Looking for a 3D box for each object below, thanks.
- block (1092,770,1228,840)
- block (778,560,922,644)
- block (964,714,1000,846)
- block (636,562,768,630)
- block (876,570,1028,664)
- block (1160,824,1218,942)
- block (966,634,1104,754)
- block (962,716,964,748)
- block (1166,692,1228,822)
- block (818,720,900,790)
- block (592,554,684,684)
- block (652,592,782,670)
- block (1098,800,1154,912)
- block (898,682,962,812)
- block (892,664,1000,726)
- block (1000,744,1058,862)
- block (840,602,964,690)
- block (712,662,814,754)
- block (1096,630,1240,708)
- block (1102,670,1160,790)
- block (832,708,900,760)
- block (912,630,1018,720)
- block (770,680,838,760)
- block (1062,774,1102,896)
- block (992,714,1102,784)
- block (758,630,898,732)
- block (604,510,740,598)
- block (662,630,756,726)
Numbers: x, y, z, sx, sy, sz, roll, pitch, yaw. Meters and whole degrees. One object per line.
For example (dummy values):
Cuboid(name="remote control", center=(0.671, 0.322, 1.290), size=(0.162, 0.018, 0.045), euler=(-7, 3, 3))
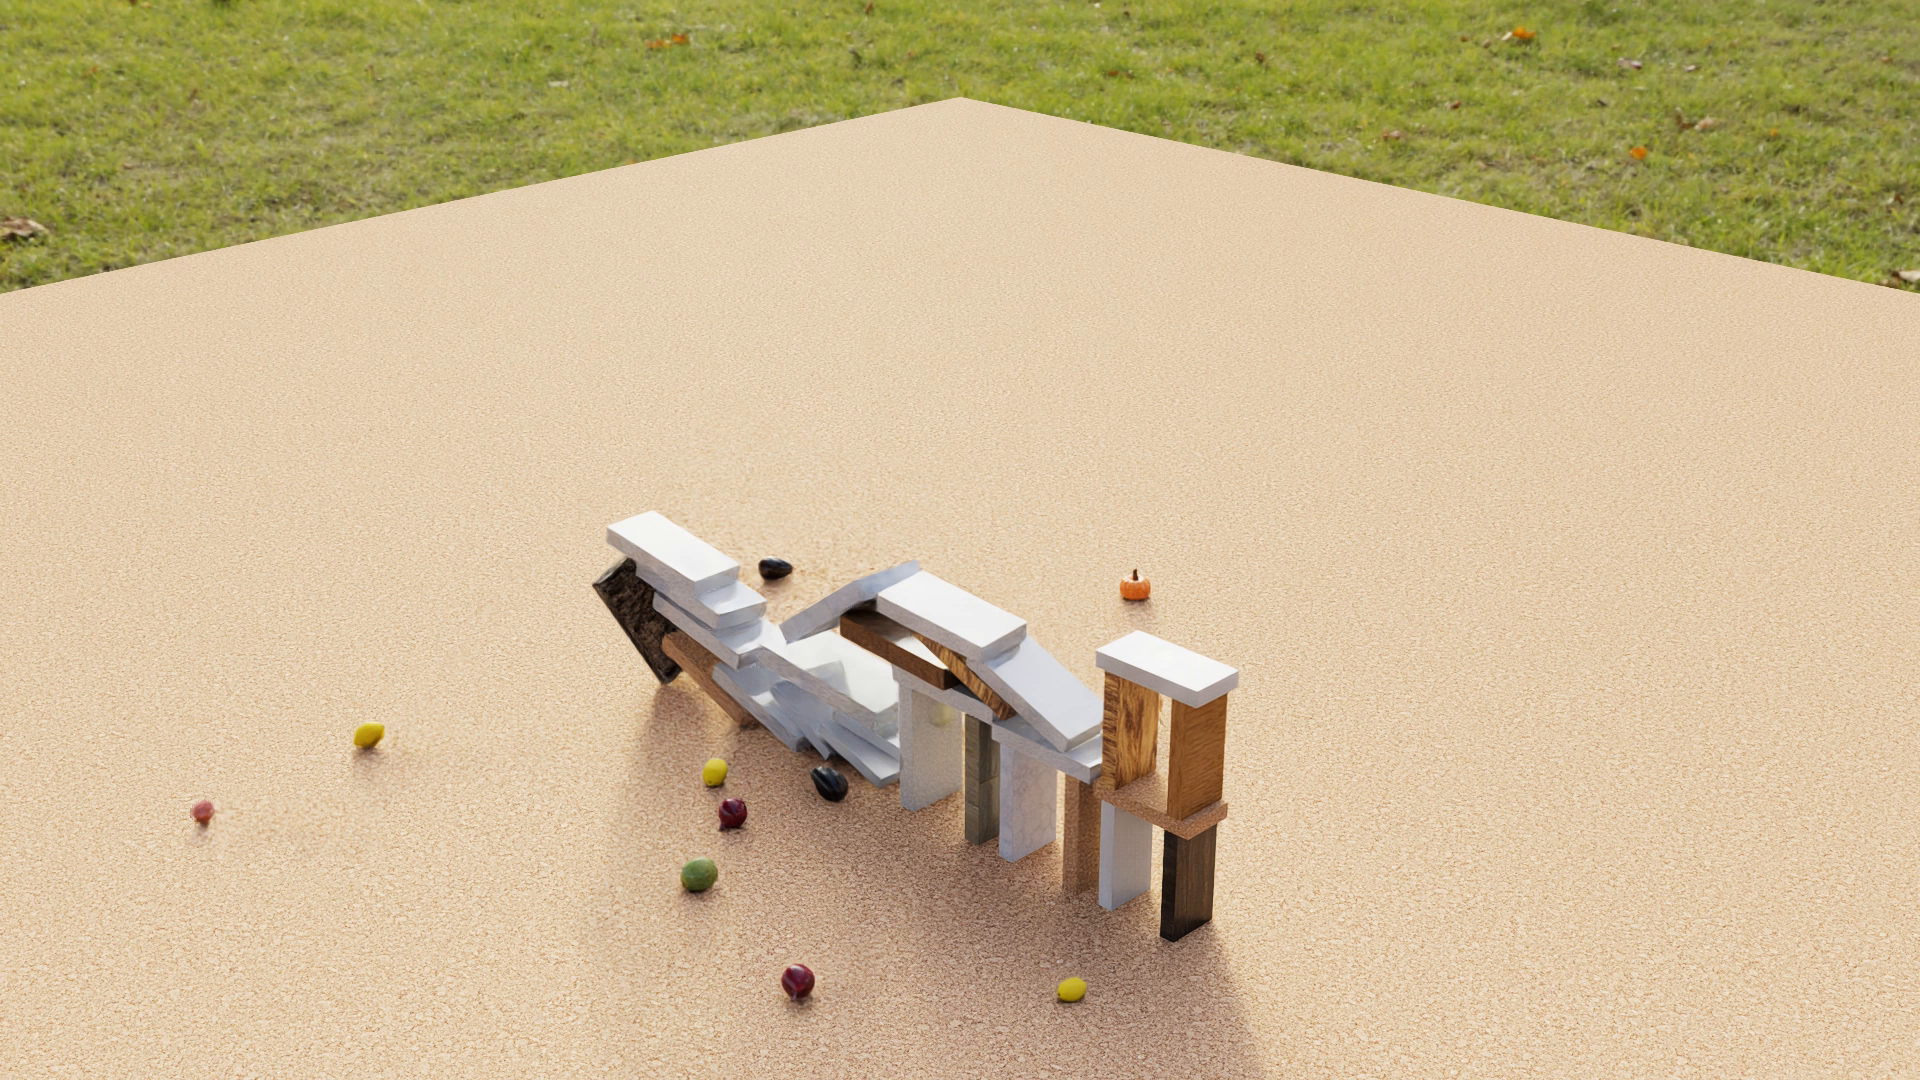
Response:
Cuboid(name="block", center=(0.366, 0.474, 4.024), size=(0.226, 0.032, 0.113), euler=(21, 31, 41))
Cuboid(name="block", center=(-0.227, 0.131, 4.580), size=(0.163, 0.046, 0.326), euler=(-19, -7, -37))
Cuboid(name="block", center=(0.072, 0.451, 4.342), size=(0.139, 0.278, 0.039), euler=(-21, 31, -40))
Cuboid(name="block", center=(-0.576, 0.106, 4.893), size=(0.283, 0.040, 0.141), euler=(31, 31, 35))
Cuboid(name="block", center=(-0.018, 0.148, 4.253), size=(0.270, 0.038, 0.135), euler=(25, 35, 33))
Cuboid(name="block", center=(0.419, 0.613, 4.026), size=(0.032, 0.226, 0.113), euler=(21, 31, 41))
Cuboid(name="block", center=(0.153, 0.283, 4.181), size=(0.135, 0.038, 0.270), euler=(-24, 54, -40))
Cuboid(name="block", center=(-0.044, 0.386, 4.710), size=(0.146, 0.073, 0.021), euler=(34, 29, 32))
Cuboid(name="block", center=(0.423, 0.373, 3.921), size=(0.033, 0.234, 0.117), euler=(21, 31, 40))
Cuboid(name="block", center=(-0.194, 0.439, 4.621), size=(0.100, 0.028, 0.201), euler=(-19, 45, -39))
Cuboid(name="block", center=(-0.697, 0.170, 4.973), size=(0.040, 0.283, 0.141), euler=(-12, 27, 48))
Cuboid(name="block", center=(-0.533, 0.180, 4.877), size=(0.289, 0.041, 0.144), euler=(33, 36, 33))
Cuboid(name="block", center=(0.312, 0.572, 4.124), size=(0.032, 0.226, 0.113), euler=(21, 31, 41))
Cuboid(name="block", center=(-0.059, 0.399, 4.464), size=(0.139, 0.278, 0.039), euler=(-21, 31, -40))
Cuboid(name="block", center=(0.012, 0.280, 4.339), size=(0.278, 0.039, 0.139), euler=(21, 31, 40))
Cuboid(name="block", center=(0.134, 0.491, 4.282), size=(0.036, 0.251, 0.126), euler=(21, 31, 41))
Cuboid(name="block", center=(-0.077, 0.202, 4.412), size=(0.163, 0.046, 0.326), euler=(-19, 30, -37))
Cuboid(name="block", center=(-0.393, 0.344, 4.801), size=(0.144, 0.041, 0.289), euler=(-21, 46, -40))
Cuboid(name="block", center=(0.368, 0.229, 3.920), size=(0.234, 0.033, 0.117), euler=(21, 31, 40))
Cuboid(name="block", center=(0.313, 0.330, 4.022), size=(0.033, 0.234, 0.117), euler=(21, 31, 41))
Cuboid(name="block", center=(-0.160, 0.396, 4.642), size=(0.201, 0.028, 0.100), euler=(29, 33, 23))
Cuboid(name="block", center=(0.047, 0.229, 4.266), size=(0.135, 0.038, 0.270), euler=(-23, 54, -40))
Cuboid(name="block", center=(-0.306, 0.373, 4.712), size=(0.100, 0.028, 0.201), euler=(-23, 62, -40))
Cuboid(name="block", center=(0.252, 0.537, 4.174), size=(0.126, 0.251, 0.036), euler=(-21, 31, -41))
Cuboid(name="block", center=(0.194, 0.383, 4.170), size=(0.251, 0.036, 0.126), euler=(21, 31, 41))
Cuboid(name="block", center=(-0.255, 0.287, 4.709), size=(0.326, 0.046, 0.163), euler=(28, 33, 28))
Cuboid(name="block", center=(-0.643, 0.029, 4.914), size=(0.283, 0.040, 0.141), euler=(30, 32, 29))
Cuboid(name="block", center=(-0.520, 0.291, 4.909), size=(0.144, 0.041, 0.289), euler=(-21, 49, -40))
